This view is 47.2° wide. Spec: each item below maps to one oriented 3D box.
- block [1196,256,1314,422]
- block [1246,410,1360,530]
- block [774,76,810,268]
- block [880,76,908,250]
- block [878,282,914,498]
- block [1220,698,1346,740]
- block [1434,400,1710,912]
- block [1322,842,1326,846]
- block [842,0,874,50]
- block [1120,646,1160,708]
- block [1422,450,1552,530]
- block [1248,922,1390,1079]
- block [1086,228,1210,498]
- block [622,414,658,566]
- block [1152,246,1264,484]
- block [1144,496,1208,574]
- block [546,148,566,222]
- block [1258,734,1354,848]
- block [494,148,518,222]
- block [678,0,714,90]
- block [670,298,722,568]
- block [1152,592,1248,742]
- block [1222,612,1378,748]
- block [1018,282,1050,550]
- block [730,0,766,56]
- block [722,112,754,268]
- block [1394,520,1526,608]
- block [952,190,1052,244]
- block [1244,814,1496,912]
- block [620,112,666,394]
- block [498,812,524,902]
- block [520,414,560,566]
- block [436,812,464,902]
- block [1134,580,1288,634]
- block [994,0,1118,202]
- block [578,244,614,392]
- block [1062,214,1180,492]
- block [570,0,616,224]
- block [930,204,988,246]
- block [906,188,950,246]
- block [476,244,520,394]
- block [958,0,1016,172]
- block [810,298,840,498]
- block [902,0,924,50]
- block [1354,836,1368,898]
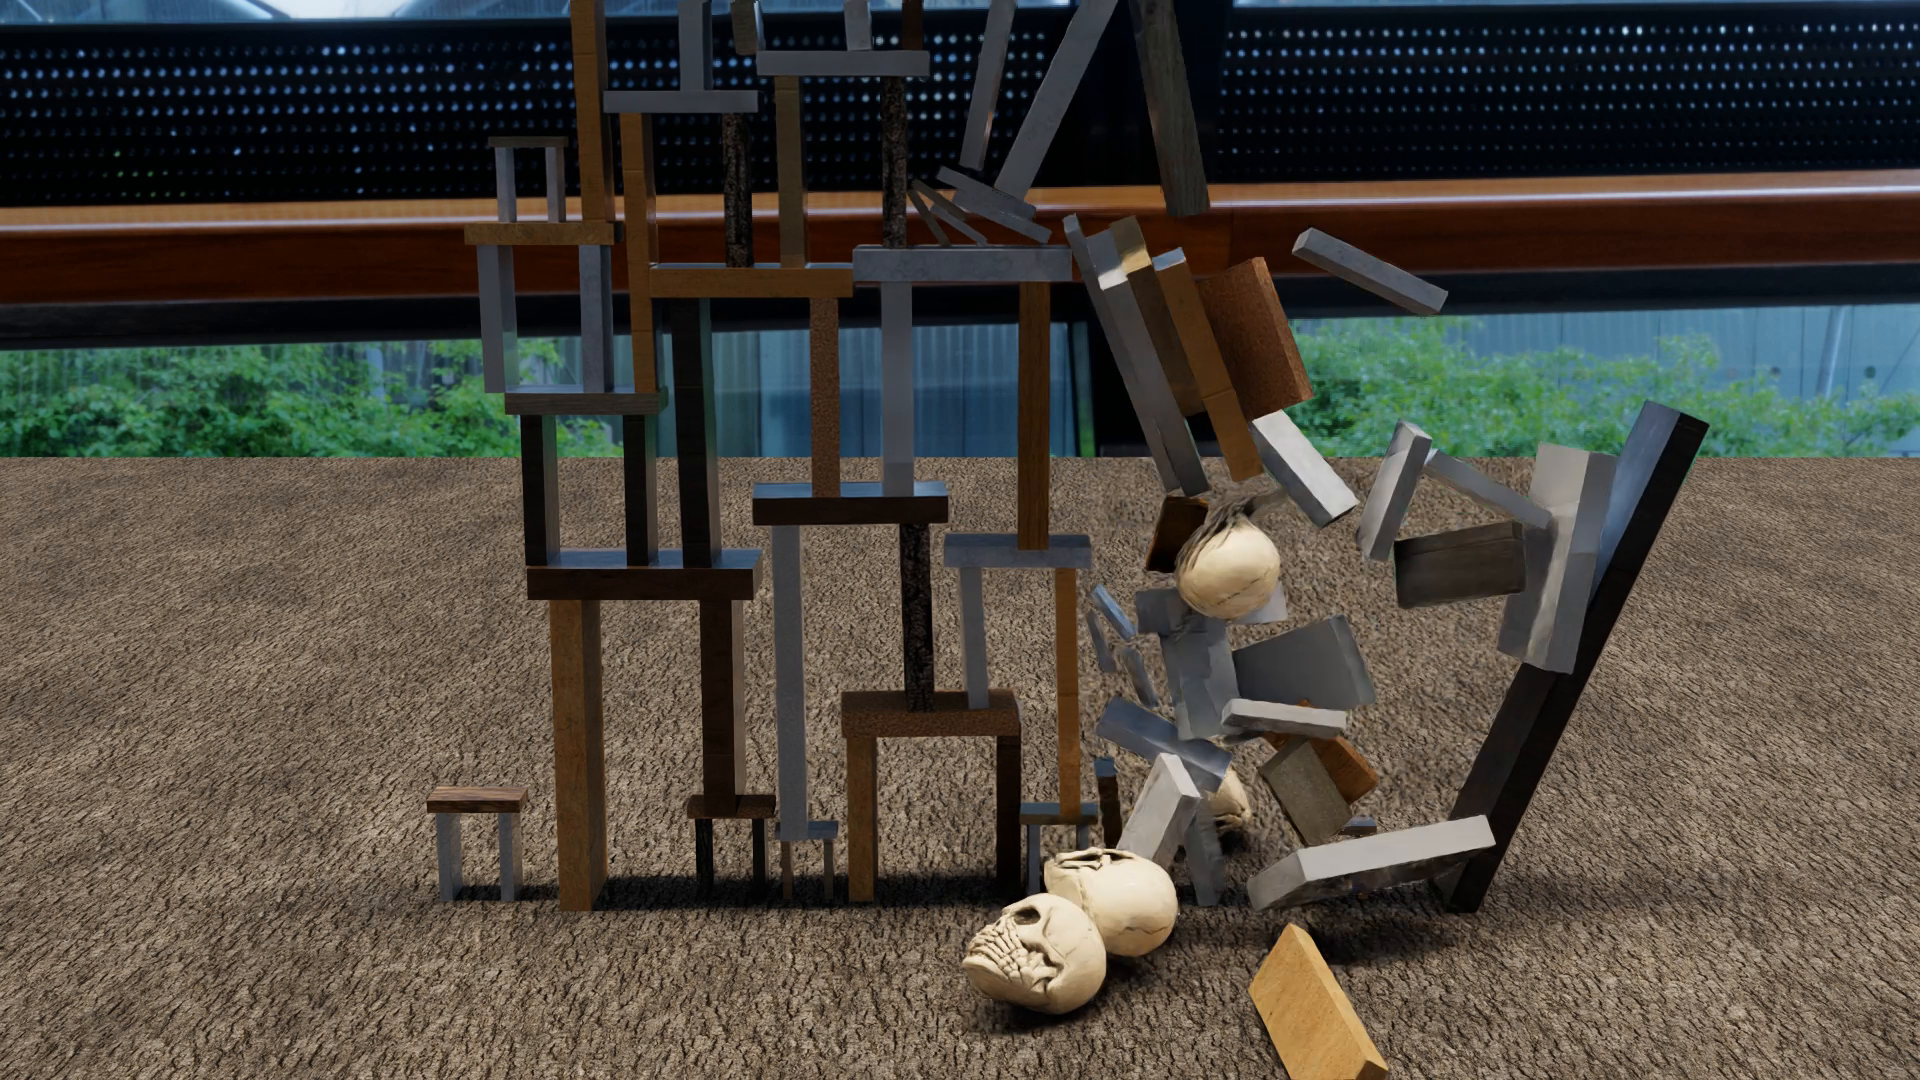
[{"bbox_3d":[0.473,-0.321,3.529,0.034,0.239,0.120,-20,-1,-45],"label":"block"},{"bbox_3d":[0.534,-0.172,3.731,0.034,0.343,0.120,-45,-12,33],"label":"block"},{"bbox_3d":[-0.263,-0.578,3.451,0.037,0.291,0.132,-1,11,0],"label":"block"},{"bbox_3d":[-0.104,-0.592,3.451,0.037,0.264,0.132,-1,11,-2],"label":"block"},{"bbox_3d":[-0.103,-0.250,3.527,0.048,0.339,0.170,-1,11,-4],"label":"block"},{"bbox_3d":[0.503,0.278,3.427,0.178,0.025,0.089,7,-17,-2],"label":"block"},{"bbox_3d":[0.983,0.188,3.592,0.049,0.866,0.175,22,10,-4],"label":"block"},{"bbox_3d":[0.595,0.536,3.661,0.016,0.110,0.055,0,11,0],"label":"block"},{"bbox_3d":[-0.165,-0.887,3.399,0.036,0.257,0.129,-5,11,1],"label":"block"},{"bbox_3d":[0.293,0.225,3.585,0.014,0.101,0.050,-25,7,-13],"label":"block"},{"bbox_3d":[0.833,-0.082,3.517,0.212,0.030,0.106,29,0,-4],"label":"block"},{"bbox_3d":[0.477,0.659,2.976,0.033,0.117,0.484,29,8,-8],"label":"block"},{"bbox_3d":[0.309,-0.282,3.583,0.043,0.460,0.151,-20,40,8],"label":"block"},{"bbox_3d":[-0.514,-0.089,3.545,0.034,0.242,0.121,0,11,0],"label":"block"},{"bbox_3d":[0.397,-0.283,3.525,0.051,0.358,0.179,-20,12,8],"label":"block"},{"bbox_3d":[0.363,-0.008,3.695,0.071,0.141,0.020,7,34,-11],"label":"block"},{"bbox_3d":[-0.635,-0.558,3.457,0.016,0.116,0.058,0,10,2],"label":"block"},{"bbox_3d":[0.548,0.401,3.478,0.089,0.178,0.025,-39,29,-9],"label":"block"},{"bbox_3d":[-0.714,-0.558,3.457,0.016,0.116,0.058,0,11,1],"label":"block"},{"bbox_3d":[-0.411,-0.827,3.412,0.036,0.257,0.128,0,11,0],"label":"block"},{"bbox_3d":[-0.422,-0.180,3.525,0.045,0.427,0.157,-1,11,0],"label":"block"},{"bbox_3d":[0.392,0.207,3.595,0.117,0.234,0.033,-3,-14,-34],"label":"block"},{"bbox_3d":[0.541,0.236,3.671,0.043,0.151,0.302,-16,-5,-44],"label":"block"},{"bbox_3d":[0.118,-0.208,3.526,0.048,0.424,0.170,0,10,1],"label":"block"},{"bbox_3d":[-0.338,-0.884,3.399,0.036,0.257,0.129,-6,10,1],"label":"block"},{"bbox_3d":[-0.349,-0.551,3.460,0.034,0.237,0.118,-1,11,-1],"label":"block"},{"bbox_3d":[0.780,0.040,3.440,0.211,0.106,0.030,-12,-16,42],"label":"block"},{"bbox_3d":[0.065,-0.511,3.479,0.163,0.023,0.081,23,7,-4],"label":"block"},{"bbox_3d":[0.639,0.505,3.428,0.349,0.049,0.175,-6,-22,-24],"label":"block"},{"bbox_3d":[-0.501,-0.455,3.478,0.034,0.432,0.118,-2,11,0],"label":"block"},{"bbox_3d":[-0.747,0.515,3.655,0.022,0.152,0.076,0,11,0],"label":"block"},{"bbox_3d":[-0.676,-0.089,3.545,0.034,0.242,0.121,0,11,0],"label":"block"},{"bbox_3d":[-0.848,0.515,3.655,0.022,0.152,0.076,0,11,0],"label":"block"},{"bbox_3d":[0.429,0.113,3.721,0.374,0.071,0.020,-3,-7,-44],"label":"block"},{"bbox_3d":[0.154,-0.709,3.446,0.051,0.364,0.179,25,9,-3],"label":"block"},{"bbox_3d":[-0.577,-0.356,3.497,0.033,0.231,0.116,0,11,-1],"label":"block"},{"bbox_3d":[0.261,-0.297,3.535,0.023,0.473,0.081,-20,24,8],"label":"block"},{"bbox_3d":[-0.576,-0.728,3.433,0.036,0.458,0.128,-2,11,-2],"label":"block"},{"bbox_3d":[-0.003,-0.499,3.478,0.102,0.014,0.051,33,6,-5],"label":"block"},{"bbox_3d":[-0.051,-0.510,3.473,0.014,0.102,0.051,-34,9,3],"label":"block"},{"bbox_3d":[-0.733,-0.355,3.496,0.033,0.231,0.116,-1,11,0],"label":"block"},{"bbox_3d":[0.049,-0.742,3.429,0.030,0.327,0.106,12,8,3],"label":"block"},{"bbox_3d":[-0.216,-0.236,3.518,0.045,0.315,0.158,-1,11,-4],"label":"block"},{"bbox_3d":[-0.073,-0.863,3.401,0.030,0.212,0.106,0,11,1],"label":"block"},{"bbox_3d":[0.668,0.536,3.661,0.016,0.110,0.055,0,11,0],"label":"block"}]
